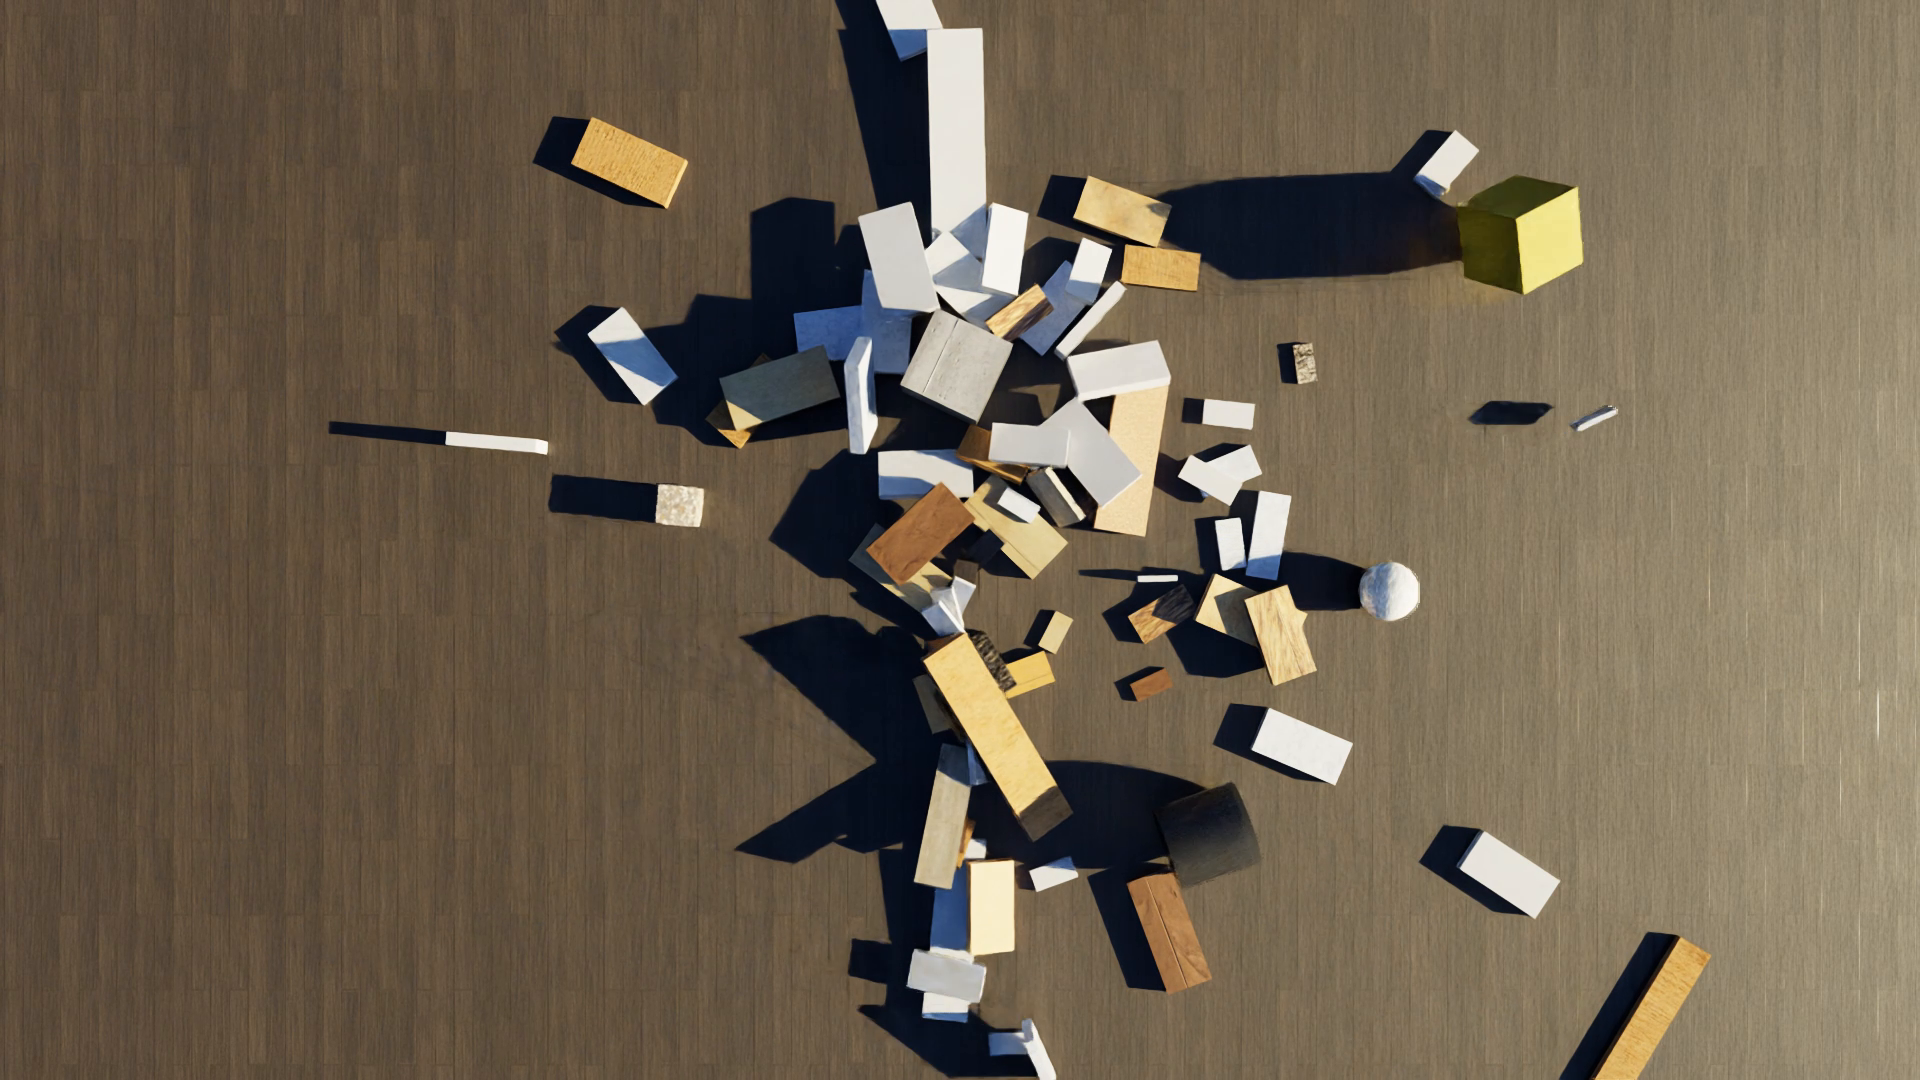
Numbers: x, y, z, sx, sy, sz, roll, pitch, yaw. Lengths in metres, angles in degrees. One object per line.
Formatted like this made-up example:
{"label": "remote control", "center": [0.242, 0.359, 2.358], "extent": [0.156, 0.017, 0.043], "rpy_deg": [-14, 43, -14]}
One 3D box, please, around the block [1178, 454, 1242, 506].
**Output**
{"label": "block", "center": [0.827, -0.198, 5.459], "extent": [0.196, 0.023, 0.083], "rpy_deg": [29, 90, 0]}

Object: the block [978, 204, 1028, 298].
{"label": "block", "center": [0.142, -0.952, 5.426], "extent": [0.126, 0.036, 0.295], "rpy_deg": [13, 74, -19]}

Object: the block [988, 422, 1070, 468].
{"label": "block", "center": [0.226, -0.308, 5.389], "extent": [0.251, 0.036, 0.126], "rpy_deg": [5, 76, 8]}

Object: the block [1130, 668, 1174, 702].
{"label": "block", "center": [0.637, 0.482, 5.491], "extent": [0.130, 0.018, 0.065], "rpy_deg": [-25, 90, 0]}

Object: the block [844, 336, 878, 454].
{"label": "block", "center": [-0.319, -0.465, 5.326], "extent": [0.048, 0.170, 0.339], "rpy_deg": [6, 129, 10]}

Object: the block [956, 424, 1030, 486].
{"label": "block", "center": [0.117, -0.282, 5.437], "extent": [0.236, 0.033, 0.118], "rpy_deg": [24, 71, 6]}

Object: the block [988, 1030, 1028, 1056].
{"label": "block", "center": [0.170, 1.673, 5.490], "extent": [0.147, 0.021, 0.073], "rpy_deg": [-3, 90, 0]}

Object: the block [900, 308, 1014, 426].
{"label": "block", "center": [-0.011, -0.558, 5.365], "extent": [0.270, 0.270, 0.270], "rpy_deg": [25, 90, 0]}

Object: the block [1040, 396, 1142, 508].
{"label": "block", "center": [0.424, -0.288, 5.413], "extent": [0.169, 0.048, 0.338], "rpy_deg": [-40, 82, 4]}

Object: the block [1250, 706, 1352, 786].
{"label": "block", "center": [1.133, 0.684, 5.479], "extent": [0.300, 0.042, 0.150], "rpy_deg": [23, 90, 0]}

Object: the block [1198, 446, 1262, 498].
{"label": "block", "center": [0.885, -0.228, 5.485], "extent": [0.209, 0.030, 0.104], "rpy_deg": [-23, 90, 0]}

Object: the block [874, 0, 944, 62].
{"label": "block", "center": [-0.186, -1.783, 5.476], "extent": [0.170, 0.048, 0.339], "rpy_deg": [-22, 90, 0]}

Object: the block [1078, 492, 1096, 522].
{"label": "block", "center": [0.463, -0.146, 5.489], "extent": [0.076, 0.022, 0.170], "rpy_deg": [38, 90, 0]}

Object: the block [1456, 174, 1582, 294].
{"label": "block", "center": [1.795, -0.982, 5.292], "extent": [0.258, 0.258, 0.258], "rpy_deg": [-28, 121, -18]}

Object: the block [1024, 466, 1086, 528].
{"label": "block", "center": [0.312, -0.141, 5.424], "extent": [0.209, 0.104, 0.030], "rpy_deg": [53, 53, -15]}

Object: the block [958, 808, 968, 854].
{"label": "block", "center": [-0.023, 0.944, 5.440], "extent": [0.087, 0.025, 0.174], "rpy_deg": [6, 55, 0]}

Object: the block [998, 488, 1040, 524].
{"label": "block", "center": [0.195, -0.115, 5.443], "extent": [0.129, 0.018, 0.064], "rpy_deg": [32, 90, 0]}

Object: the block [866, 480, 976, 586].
{"label": "block", "center": [-0.128, -0.022, 5.405], "extent": [0.336, 0.048, 0.168], "rpy_deg": [-42, 97, 6]}

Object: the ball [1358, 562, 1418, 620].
{"label": "ball", "center": [1.404, 0.167, 5.404], "extent": [0.192, 0.192, 0.192], "rpy_deg": [0, 90, 0]}

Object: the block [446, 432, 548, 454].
{"label": "block", "center": [-1.522, -0.318, 5.427], "extent": [0.293, 0.147, 0.042], "rpy_deg": [5, 90, 0]}

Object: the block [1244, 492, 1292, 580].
{"label": "block", "center": [1.023, -0.014, 5.485], "extent": [0.104, 0.030, 0.284], "rpy_deg": [10, 90, 0]}

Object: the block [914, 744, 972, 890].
{"label": "block", "center": [-0.045, 0.904, 5.397], "extent": [0.122, 0.035, 0.467], "rpy_deg": [12, 68, 0]}

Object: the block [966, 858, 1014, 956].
{"label": "block", "center": [0.100, 1.209, 5.447], "extent": [0.151, 0.043, 0.301], "rpy_deg": [-1, 93, -20]}

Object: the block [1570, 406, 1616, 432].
{"label": "block", "center": [2.079, -0.398, 5.418], "extent": [0.130, 0.065, 0.018], "rpy_deg": [-25, 102, 6]}

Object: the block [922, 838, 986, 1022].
{"label": "block", "center": [-0.019, 1.288, 5.479], "extent": [0.151, 0.043, 0.605], "rpy_deg": [6, 90, 0]}

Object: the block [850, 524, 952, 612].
{"label": "block", "center": [-0.197, 0.097, 5.478], "extent": [0.314, 0.044, 0.154], "rpy_deg": [36, 90, 0]}

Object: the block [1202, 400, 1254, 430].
{"label": "block", "center": [0.892, -0.418, 5.488], "extent": [0.166, 0.023, 0.083], "rpy_deg": [6, 90, 0]}

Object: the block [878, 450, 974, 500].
{"label": "block", "center": [-0.113, -0.217, 5.454], "extent": [0.309, 0.044, 0.154], "rpy_deg": [-2, 70, 0]}

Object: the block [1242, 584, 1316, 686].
{"label": "block", "center": [1.049, 0.311, 5.425], "extent": [0.150, 0.042, 0.300], "rpy_deg": [-20, 94, -4]}

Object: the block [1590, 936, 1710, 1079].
{"label": "block", "center": [2.283, 1.607, 5.483], "extent": [0.118, 0.033, 0.608], "rpy_deg": [31, 90, 0]}

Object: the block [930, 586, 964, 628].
{"label": "block", "center": [-0.043, 0.227, 5.445], "extent": [0.076, 0.022, 0.152], "rpy_deg": [-7, 117, 17]}

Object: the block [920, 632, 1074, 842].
{"label": "block", "center": [0.123, 0.646, 5.396], "extent": [0.168, 0.048, 0.713], "rpy_deg": [-33, 100, -15]}

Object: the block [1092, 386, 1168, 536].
{"label": "block", "center": [0.565, -0.281, 5.459], "extent": [0.169, 0.048, 0.520], "rpy_deg": [9, 87, -4]}

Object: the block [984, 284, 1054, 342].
{"label": "block", "center": [0.196, -0.740, 5.428], "extent": [0.209, 0.030, 0.104], "rpy_deg": [-37, 108, 0]}

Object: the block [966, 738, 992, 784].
{"label": "block", "center": [0.081, 0.676, 5.448], "extent": [0.122, 0.035, 0.244], "rpy_deg": [-6, 89, -38]}

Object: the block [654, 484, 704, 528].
{"label": "block", "center": [-0.924, -0.112, 5.436], "extent": [0.128, 0.128, 0.128], "rpy_deg": [6, 90, 0]}

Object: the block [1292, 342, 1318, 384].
{"label": "block", "center": [1.147, -0.587, 5.491], "extent": [0.064, 0.018, 0.129], "rpy_deg": [-8, 90, 0]}

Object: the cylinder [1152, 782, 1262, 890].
{"label": "cylinder", "center": [0.800, 0.960, 5.363], "extent": [0.275, 0.275, 0.275], "rpy_deg": [-19, 90, 0]}

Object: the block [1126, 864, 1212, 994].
{"label": "block", "center": [0.693, 1.294, 5.478], "extent": [0.156, 0.044, 0.395], "rpy_deg": [-20, 90, 0]}
